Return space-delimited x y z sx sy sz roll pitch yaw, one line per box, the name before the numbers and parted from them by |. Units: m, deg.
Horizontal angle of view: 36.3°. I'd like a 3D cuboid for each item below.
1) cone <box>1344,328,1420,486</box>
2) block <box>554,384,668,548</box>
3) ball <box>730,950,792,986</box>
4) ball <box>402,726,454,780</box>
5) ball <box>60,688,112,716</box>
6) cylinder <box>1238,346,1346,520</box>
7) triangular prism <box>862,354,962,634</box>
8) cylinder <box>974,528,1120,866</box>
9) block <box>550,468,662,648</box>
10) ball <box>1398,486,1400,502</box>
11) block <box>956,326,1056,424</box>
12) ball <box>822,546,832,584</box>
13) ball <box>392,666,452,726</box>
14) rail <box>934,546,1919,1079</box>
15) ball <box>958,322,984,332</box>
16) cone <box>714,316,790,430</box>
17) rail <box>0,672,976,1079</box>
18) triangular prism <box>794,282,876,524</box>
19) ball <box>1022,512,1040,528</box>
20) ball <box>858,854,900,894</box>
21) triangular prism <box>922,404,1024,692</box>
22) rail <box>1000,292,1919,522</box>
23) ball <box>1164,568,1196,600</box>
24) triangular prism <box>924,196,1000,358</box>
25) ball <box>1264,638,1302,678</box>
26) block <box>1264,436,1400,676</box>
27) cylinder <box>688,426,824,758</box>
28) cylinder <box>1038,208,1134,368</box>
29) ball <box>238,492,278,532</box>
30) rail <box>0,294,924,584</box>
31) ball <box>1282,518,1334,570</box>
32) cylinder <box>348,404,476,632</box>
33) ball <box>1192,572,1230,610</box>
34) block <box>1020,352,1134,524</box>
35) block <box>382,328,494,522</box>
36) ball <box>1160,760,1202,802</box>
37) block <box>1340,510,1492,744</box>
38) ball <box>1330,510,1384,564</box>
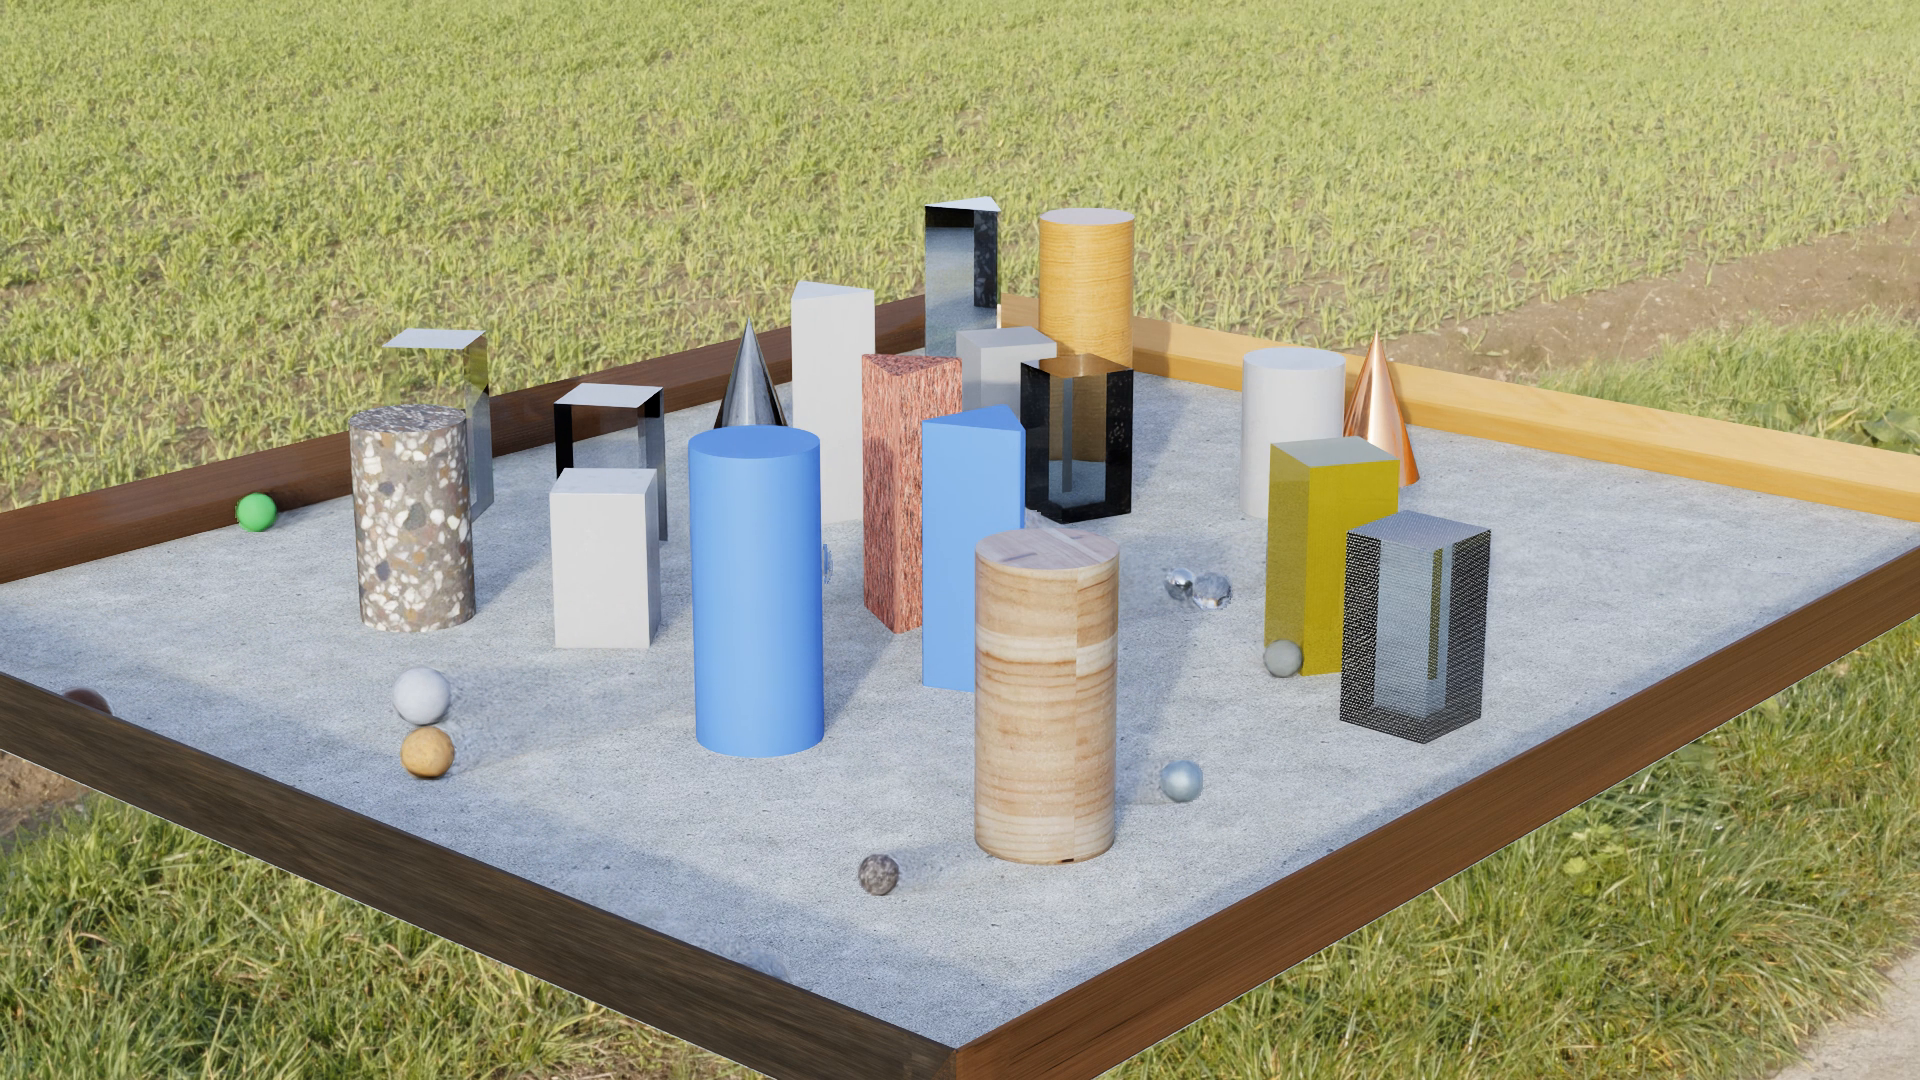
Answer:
cone | 0.823 -0.274 5.833 0.195 0.303 0.195 0 17 0
block | -0.634 -0.121 5.341 0.156 0.294 0.156 3 17 11
ball | -0.246 0.537 3.510 0.091 0.091 0.091 0 17 0
ball | -0.777 0.311 4.284 0.077 0.077 0.077 0 17 0
ball | -1.322 0.267 4.404 0.091 0.091 0.091 0 17 0
cylinder | 0.636 -0.204 5.613 0.195 0.295 0.195 0 17 0
triangular prism | -0.108 -0.087 4.969 0.146 0.444 0.169 14 21 38
cylinder | 0.117 0.213 4.014 0.195 0.421 0.195 0 17 0
block | -0.589 0.029 4.891 0.156 0.265 0.156 0 17 2
ball | 0.810 -0.088 5.619 0.070 0.070 0.070 0 17 0
block | 0.091 -0.263 5.820 0.156 0.288 0.156 -5 18 -17
ball | -0.271 0.045 5.142 0.091 0.091 0.091 0 17 0
ball | -0.825 0.239 4.498 0.090 0.090 0.090 0 17 0
rail | 0.978 0.277 4.307 0.045 0.127 3.050 14 22 39
ball | 0.027 -0.489 6.961 0.062 0.062 0.062 0 17 0
cone | -0.427 -0.313 5.978 0.195 0.293 0.195 0 17 0
rail | -0.984 0.359 4.035 2.637 0.127 0.045 14 22 39
triangular prism | -0.268 -0.263 5.561 0.169 0.438 0.146 -9 19 -27
ball | 0.131 -0.033 5.486 0.040 0.040 0.040 0 17 0
ball | -0.107 0.443 3.886 0.054 0.054 0.054 0 17 0
triangular prism | 0.045 0.013 4.654 0.169 0.435 0.146 6 18 20
rail | 0.984 -0.296 6.205 2.637 0.127 0.045 14 22 39
ball | 0.384 0.075 5.101 0.056 0.056 0.056 0 17 0
triangular prism | 0.032 -0.472 6.175 0.169 0.483 0.146 7 18 22
ball | 0.518 0.189 4.713 0.062 0.062 0.062 0 17 0
block | 0.602 0.024 4.764 0.156 0.349 0.156 -5 18 -17
cylinder | -0.304 0.076 4.398 0.195 0.462 0.195 0 17 0
cylinder | 0.259 -0.431 6.049 0.195 0.478 0.195 0 17 0
ball | -1.317 -0.052 5.494 0.073 0.073 0.073 0 17 0
rail | -0.978 -0.213 5.933 0.045 0.127 3.050 14 22 39
ball | 0.626 0.006 5.267 0.092 0.092 0.092 0 17 0
cylinder | -0.928 -0.038 4.975 0.195 0.347 0.195 0 17 0
ball | 0.432 0.088 5.041 0.067 0.067 0.067 0 17 0
block | 0.222 -0.195 5.605 0.156 0.283 0.156 -9 19 -28
block | -0.992 -0.217 5.581 0.156 0.339 0.156 2 17 7
ball | 0.316 0.346 4.198 0.060 0.060 0.060 0 17 0
block | 0.696 0.131 4.486 0.156 0.305 0.156 15 22 40
ball | 0.718 -0.006 5.299 0.097 0.097 0.097 0 17 0
